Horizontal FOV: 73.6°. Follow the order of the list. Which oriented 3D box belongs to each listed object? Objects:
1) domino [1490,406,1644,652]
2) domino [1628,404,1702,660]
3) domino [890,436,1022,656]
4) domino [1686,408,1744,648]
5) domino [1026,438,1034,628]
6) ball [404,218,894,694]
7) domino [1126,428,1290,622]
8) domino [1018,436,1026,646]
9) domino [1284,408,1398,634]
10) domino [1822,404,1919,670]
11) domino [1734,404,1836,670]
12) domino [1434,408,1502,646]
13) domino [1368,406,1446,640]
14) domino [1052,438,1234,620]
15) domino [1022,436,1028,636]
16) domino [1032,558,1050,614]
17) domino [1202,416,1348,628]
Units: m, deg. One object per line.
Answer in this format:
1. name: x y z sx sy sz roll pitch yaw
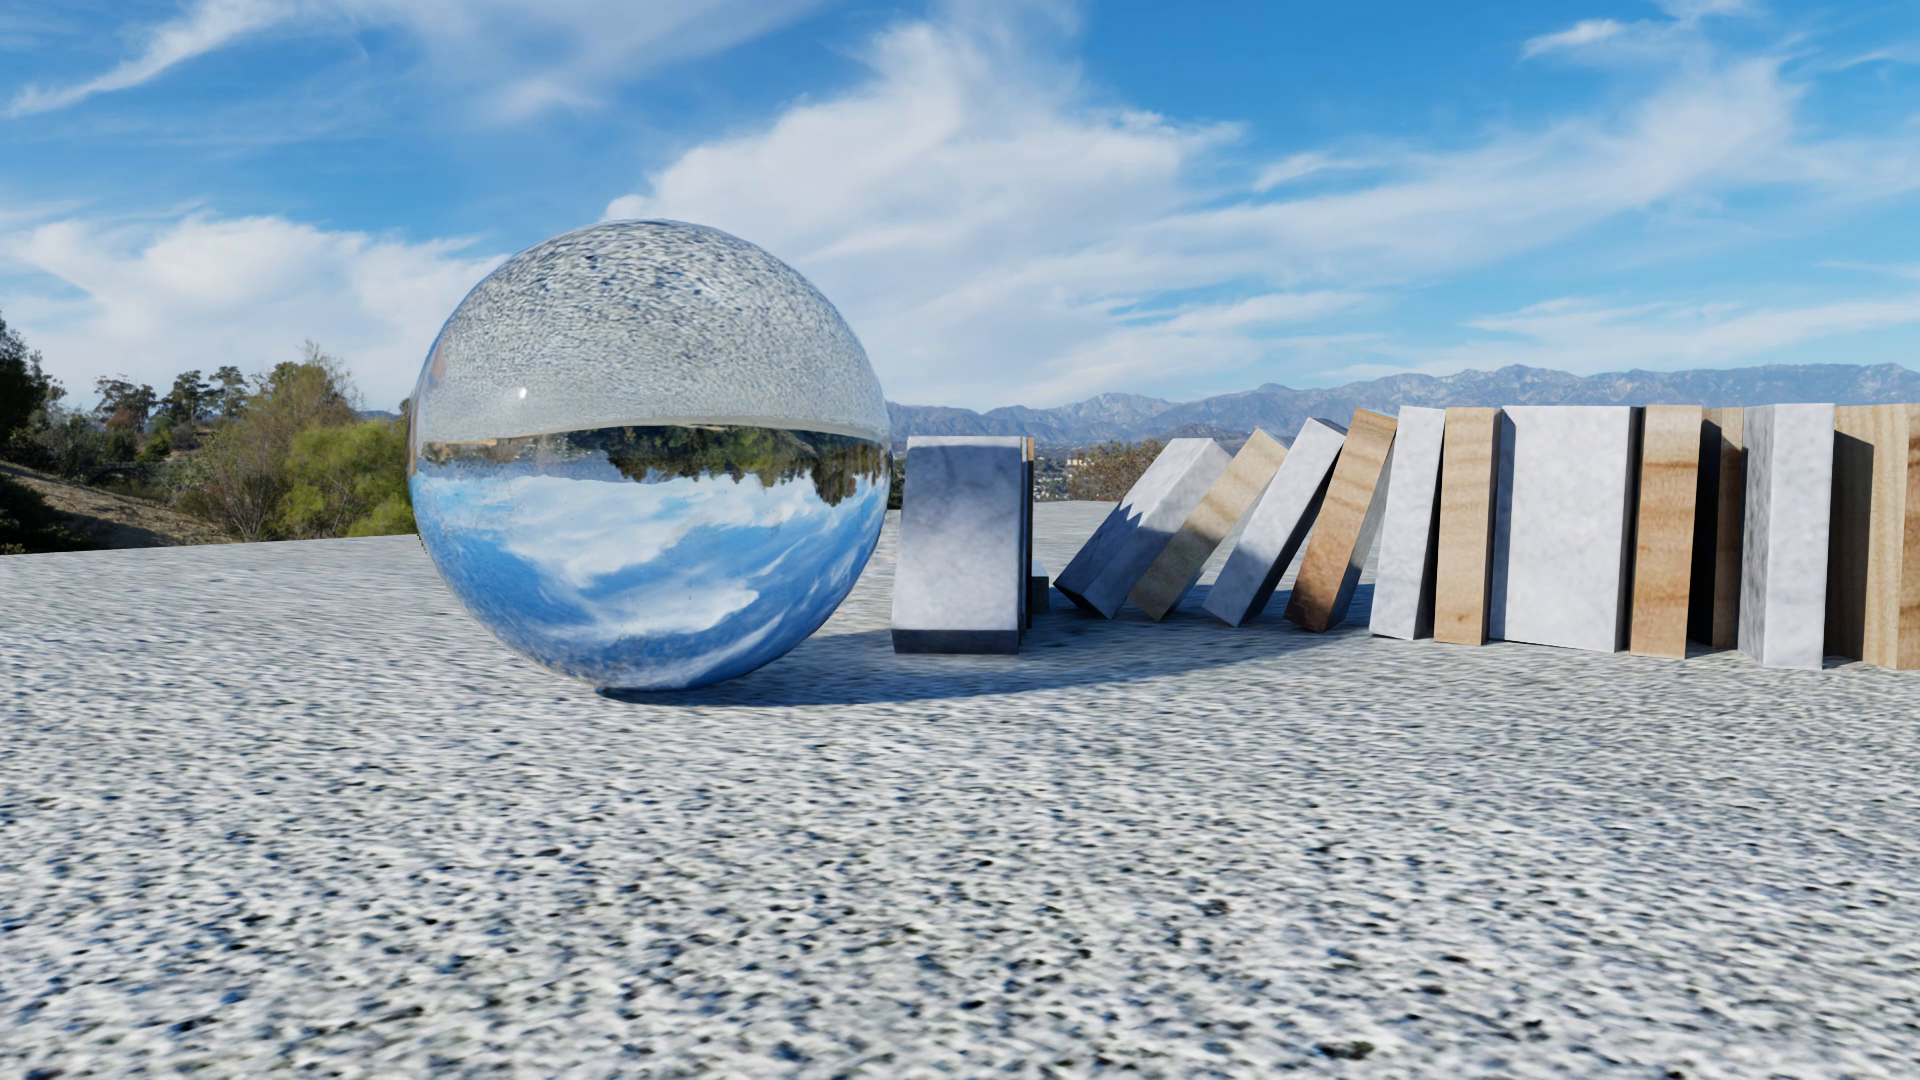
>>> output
1. domino: 0.128 -0.003 0.271 0.025 0.050 0.009 6 7 42
2. domino: 0.145 -0.002 0.265 0.010 0.050 0.025 3 5 25
3. domino: 0.000 0.000 0.270 0.025 0.050 0.010 0 -36 4
4. domino: 0.165 -0.003 0.278 0.010 0.050 0.025 1 4 11
5. domino: 0.005 -0.003 0.308 0.025 0.050 0.009 0 -36 4
6. ball: -0.051 -0.014 0.219 0.080 0.080 0.080 0 4 0
7. domino: 0.061 -0.004 0.311 0.009 0.050 0.025 39 14 12
8. domino: 0.001 -0.001 0.283 0.025 0.050 0.009 0 -36 4
9. domino: 0.090 -0.005 0.296 0.010 0.050 0.025 22 13 25
10. domino: 0.182 -0.001 0.252 0.010 0.050 0.025 0 4 1
11. domino: 0.162 -0.001 0.253 0.009 0.050 0.025 2 5 20
12. domino: 0.113 -0.004 0.281 0.010 0.050 0.025 4 6 33
13. domino: 0.103 -0.004 0.288 0.010 0.050 0.025 10 9 31
14. domino: 0.046 -0.004 0.324 0.010 0.050 0.025 41 -5 -12
15. domino: 0.003 -0.002 0.295 0.025 0.050 0.010 0 -36 4
16. domino: 0.010 0.012 0.346 0.025 0.010 0.050 0 4 0
17. domino: 0.076 -0.004 0.303 0.010 0.050 0.025 32 17 20
